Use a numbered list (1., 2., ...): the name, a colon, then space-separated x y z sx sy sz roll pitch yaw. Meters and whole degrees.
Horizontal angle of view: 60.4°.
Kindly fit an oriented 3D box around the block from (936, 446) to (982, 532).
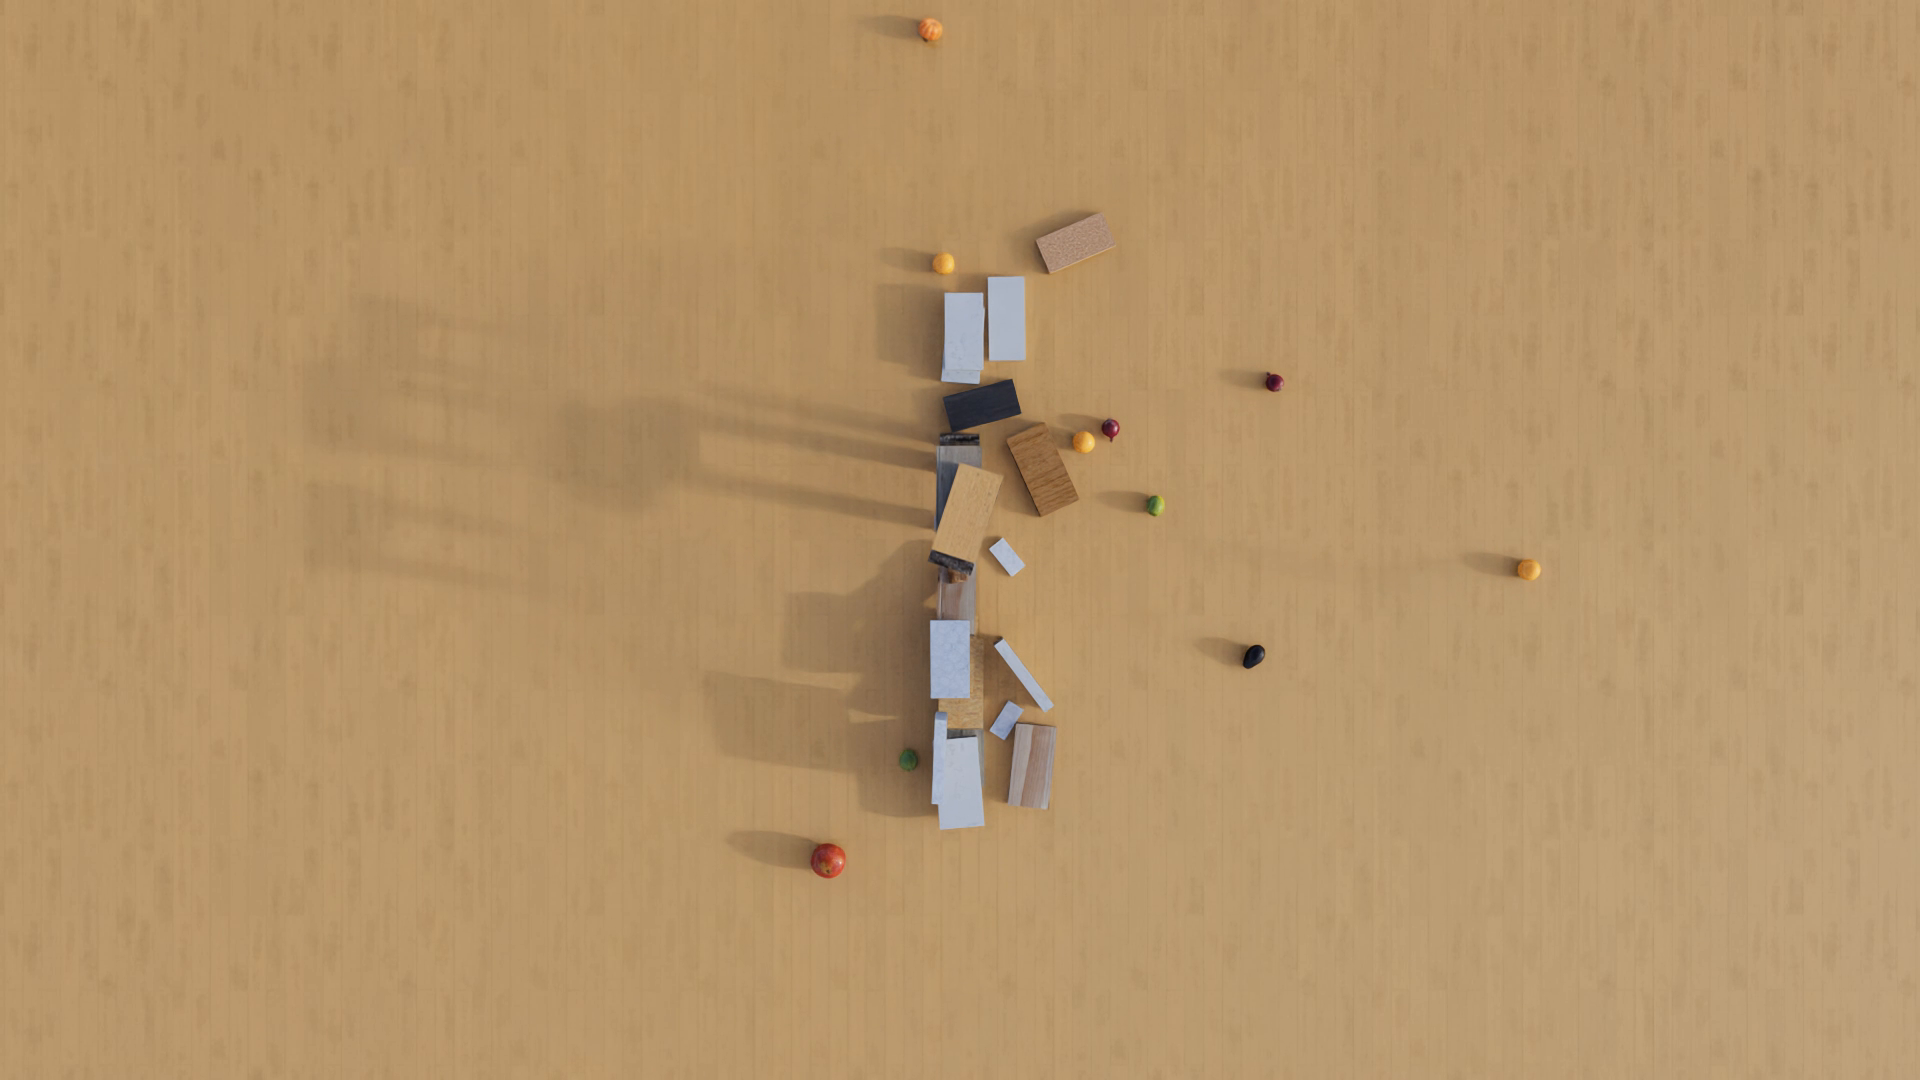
1. block: -0.003 -0.154 5.194 0.143 0.040 0.285 1 90 0

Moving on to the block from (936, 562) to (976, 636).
1. block: -0.012 0.191 5.443 0.126 0.036 0.252 2 72 0

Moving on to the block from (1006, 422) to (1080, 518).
1. block: 0.274 -0.233 5.480 0.141 0.040 0.283 -24 90 0

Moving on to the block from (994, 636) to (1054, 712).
1. block: 0.209 0.442 5.432 0.039 0.136 0.273 -37 90 0

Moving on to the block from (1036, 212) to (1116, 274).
1. block: 0.384 -0.987 5.483 0.239 0.034 0.120 -23 90 0

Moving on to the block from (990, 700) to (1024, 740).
1. block: 0.155 0.599 5.492 0.060 0.017 0.120 33 90 0

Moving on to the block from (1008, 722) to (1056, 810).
1. block: 0.240 0.749 5.481 0.136 0.039 0.273 6 90 0

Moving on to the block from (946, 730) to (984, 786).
1. block: 0.006 0.672 5.479 0.147 0.042 0.293 -1 90 0

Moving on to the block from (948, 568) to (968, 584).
1. block: -0.015 0.081 5.452 0.060 0.017 0.120 -10 72 -4

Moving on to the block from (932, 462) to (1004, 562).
1. block: 0.023 -0.084 5.114 0.141 0.040 0.283 18 90 0

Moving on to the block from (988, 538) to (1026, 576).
1. block: 0.157 0.057 5.492 0.060 0.017 0.120 -39 90 0

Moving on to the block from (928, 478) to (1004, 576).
1. block: 0.017 -0.063 5.154 0.141 0.040 0.321 19 90 0

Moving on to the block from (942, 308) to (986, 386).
1. block: 0.011 -0.648 5.482 0.126 0.036 0.253 5 90 0

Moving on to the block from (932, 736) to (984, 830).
1. block: -0.005 0.799 5.438 0.147 0.042 0.293 -5 90 0

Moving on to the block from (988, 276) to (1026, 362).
1. block: 0.155 -0.734 5.483 0.120 0.034 0.276 -1 90 0

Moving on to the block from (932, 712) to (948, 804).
1. block: -0.066 0.703 5.336 0.039 0.136 0.273 2 95 0

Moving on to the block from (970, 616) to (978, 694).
1. block: -0.011 0.373 5.429 0.126 0.036 0.252 4 76 1

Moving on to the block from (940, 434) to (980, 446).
1. block: -0.001 -0.326 5.373 0.126 0.253 0.036 0 94 0

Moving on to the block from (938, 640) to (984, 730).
1. block: 0.004 0.476 5.448 0.147 0.042 0.293 0 78 0

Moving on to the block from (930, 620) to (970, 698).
1. block: -0.032 0.387 5.365 0.126 0.036 0.252 0 89 1

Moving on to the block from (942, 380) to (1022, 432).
1. block: 0.074 -0.446 5.483 0.239 0.034 0.120 -15 90 0

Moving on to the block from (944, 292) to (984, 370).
1. block: 0.013 -0.687 5.446 0.126 0.036 0.253 0 90 0

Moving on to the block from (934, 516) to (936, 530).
1. block: -0.009 -0.053 5.357 0.143 0.285 0.040 0 89 0
